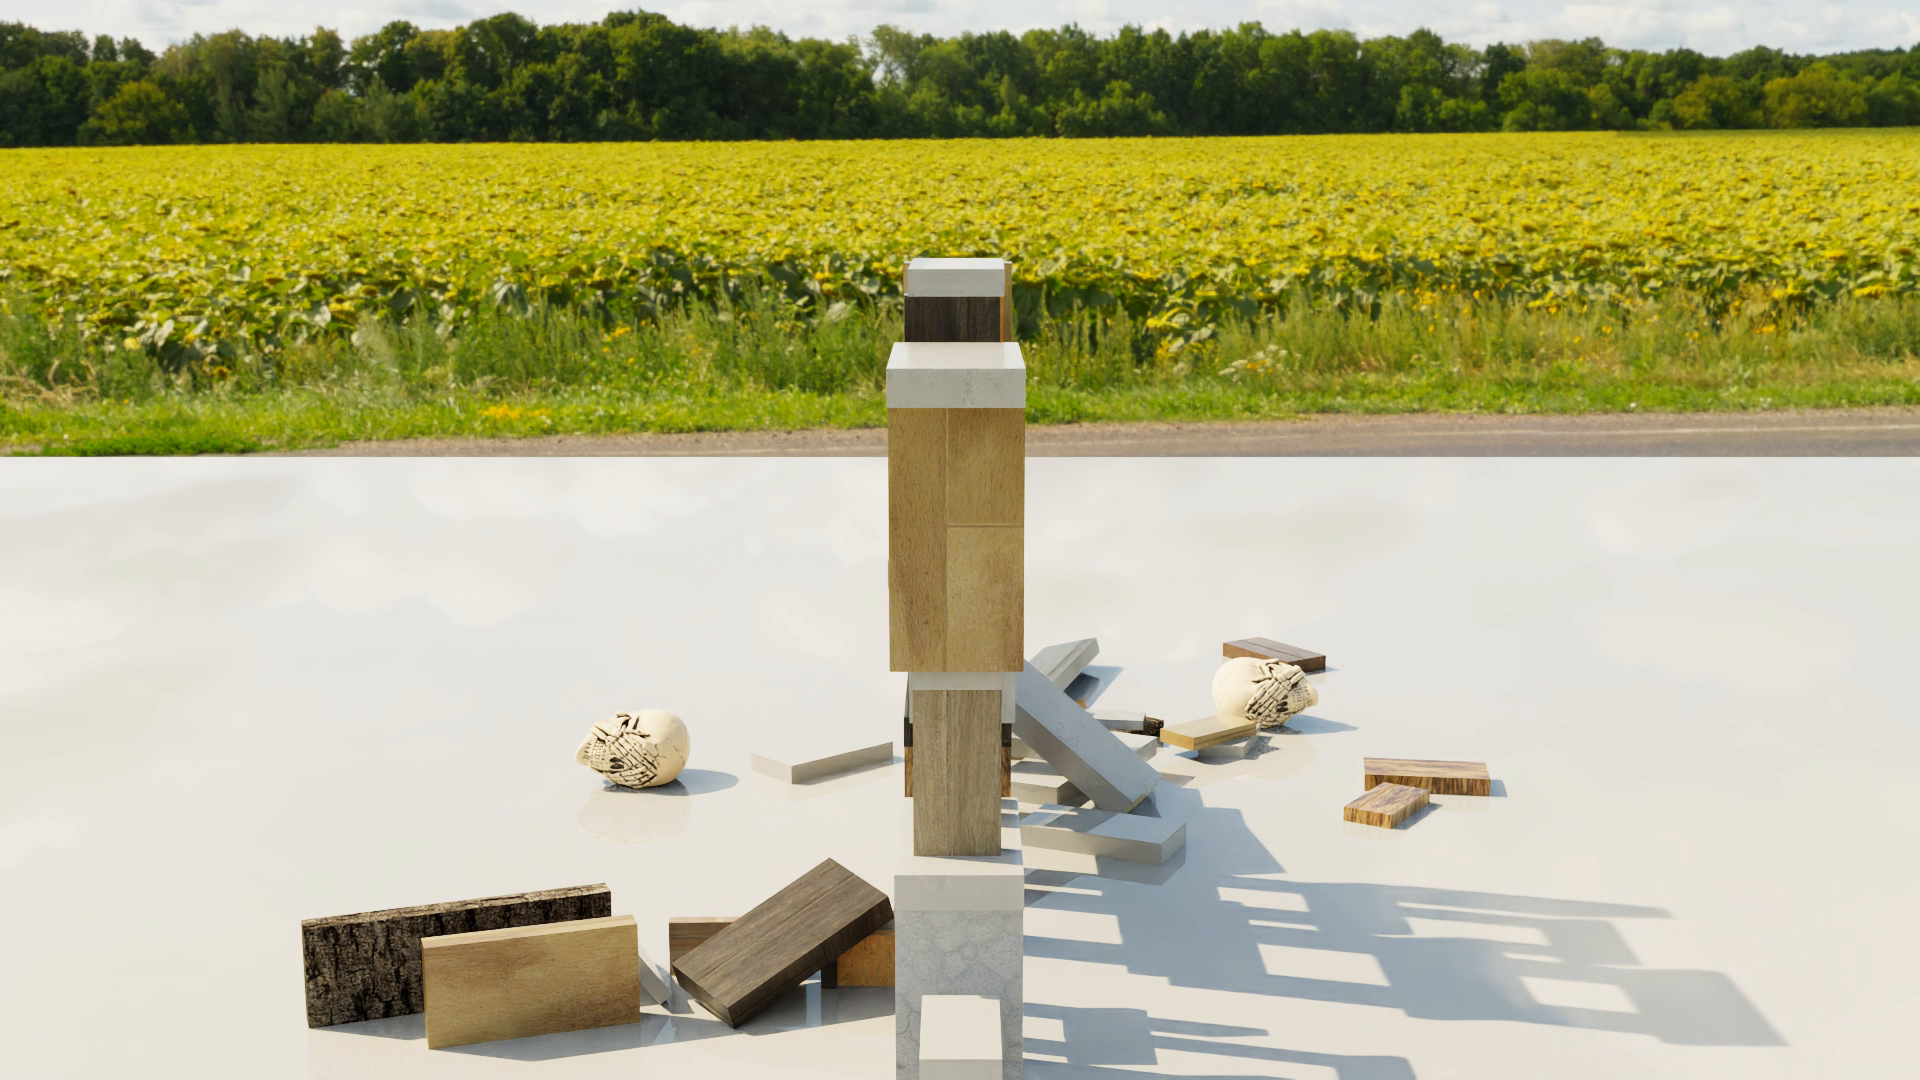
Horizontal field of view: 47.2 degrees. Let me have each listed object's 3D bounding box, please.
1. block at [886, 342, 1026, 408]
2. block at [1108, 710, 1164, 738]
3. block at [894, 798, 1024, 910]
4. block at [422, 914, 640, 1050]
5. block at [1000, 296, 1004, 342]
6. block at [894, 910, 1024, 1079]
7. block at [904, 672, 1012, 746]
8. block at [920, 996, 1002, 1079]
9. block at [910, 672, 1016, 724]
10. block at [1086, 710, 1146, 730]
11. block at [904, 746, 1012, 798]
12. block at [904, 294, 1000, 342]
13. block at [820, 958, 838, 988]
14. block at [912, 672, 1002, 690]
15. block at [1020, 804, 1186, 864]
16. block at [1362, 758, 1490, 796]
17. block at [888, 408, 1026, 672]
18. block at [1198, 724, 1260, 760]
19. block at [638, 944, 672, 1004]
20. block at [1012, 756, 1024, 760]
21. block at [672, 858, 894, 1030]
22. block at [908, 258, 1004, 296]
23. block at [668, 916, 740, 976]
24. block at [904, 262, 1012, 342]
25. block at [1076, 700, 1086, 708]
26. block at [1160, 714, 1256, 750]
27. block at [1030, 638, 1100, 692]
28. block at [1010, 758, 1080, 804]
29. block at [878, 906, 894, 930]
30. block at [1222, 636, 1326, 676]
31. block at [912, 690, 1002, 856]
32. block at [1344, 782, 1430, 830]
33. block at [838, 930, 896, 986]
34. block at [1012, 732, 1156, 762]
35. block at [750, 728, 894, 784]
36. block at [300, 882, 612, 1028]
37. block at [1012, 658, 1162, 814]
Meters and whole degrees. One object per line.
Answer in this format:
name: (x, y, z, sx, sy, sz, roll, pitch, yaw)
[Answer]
block: (-0.005, -0.205, 2.709, 0.162, 0.046, 0.323, 0, 11, 0)
block: (0.307, 0.404, 4.577, 0.118, 0.033, 0.236, 9, 14, 40)
block: (-0.001, 0.400, 2.832, 0.158, 0.045, 0.317, 0, 11, 0)
block: (-0.603, 0.621, 3.098, 0.295, 0.148, 0.042, -4, 11, -18)
block: (-0.003, -0.255, 3.411, 0.139, 0.278, 0.039, 0, 11, 0)
block: (-0.001, 0.597, 2.761, 0.158, 0.317, 0.045, 0, 11, 0)
block: (-0.003, 0.262, 3.507, 0.164, 0.047, 0.329, 0, 11, 0)
block: (0.001, 0.585, 2.591, 0.094, 0.027, 0.188, 0, 11, 0)
block: (0.004, 0.115, 3.301, 0.159, 0.319, 0.045, 0, 11, 0)
block: (0.314, 0.375, 4.589, 0.141, 0.020, 0.071, 2, 11, 9)
block: (-0.003, 0.467, 3.434, 0.164, 0.328, 0.047, 0, 11, 0)
block: (-0.012, -0.222, 3.234, 0.139, 0.278, 0.039, 0, 11, -2)
block: (-0.193, 0.612, 3.333, 0.023, 0.080, 0.159, 0, 11, 1)
block: (-0.004, 0.148, 2.787, 0.109, 0.031, 0.219, 0, 11, 0)
block: (0.253, 0.523, 3.924, 0.271, 0.038, 0.135, 5, 12, 24)
block: (0.905, 0.460, 4.278, 0.236, 0.033, 0.118, 2, 11, 8)
block: (-0.004, -0.004, 2.637, 0.162, 0.323, 0.046, 0, 11, 0)
block: (0.559, 0.412, 4.553, 0.094, 0.027, 0.187, 3, 11, 18)
block: (-0.479, 0.623, 3.266, 0.024, 0.084, 0.167, -40, 20, -9)
block: (0.128, 0.429, 4.483, 0.141, 0.020, 0.071, 1, 10, 7)
block: (-0.258, 0.587, 3.226, 0.295, 0.042, 0.148, -31, 35, -28)
block: (-0.004, -0.394, 3.293, 0.139, 0.039, 0.278, 0, 11, 0)
block: (-0.335, 0.612, 3.320, 0.204, 0.084, 0.024, 0, 11, -1)
block: (-0.004, -0.273, 3.711, 0.180, 0.388, 0.051, 1, 11, 3)
block: (0.191, 0.372, 4.613, 0.141, 0.020, 0.071, -27, -8, 37)
block: (0.510, 0.393, 4.511, 0.187, 0.027, 0.094, -9, 14, -39)
block: (0.183, 0.316, 4.956, 0.131, 0.037, 0.622, -12, 7, 18)
block: (0.180, 0.456, 4.283, 0.135, 0.038, 0.271, 5, 12, 25)
block: (-0.099, 0.603, 3.379, 0.159, 0.080, 0.023, 1, 11, 4)
block: (0.750, 0.277, 5.263, 0.118, 0.033, 0.236, -7, 13, -33)
block: (-0.003, 0.284, 2.738, 0.109, 0.219, 0.031, 0, 10, 0)
block: (0.798, 0.495, 4.108, 0.094, 0.027, 0.187, 7, 13, 33)
block: (-0.102, 0.623, 3.274, 0.159, 0.080, 0.023, 1, 11, 3)
block: (0.243, 0.407, 4.342, 0.261, 0.037, 0.131, 5, 12, 26)
block: (-0.276, 0.433, 4.413, 0.261, 0.037, 0.130, -9, 14, -42)
block: (-0.726, 0.602, 3.200, 0.437, 0.148, 0.042, -4, 11, -21)
block: (0.204, 0.372, 4.159, 0.359, 0.051, 0.180, 40, 23, 12)
